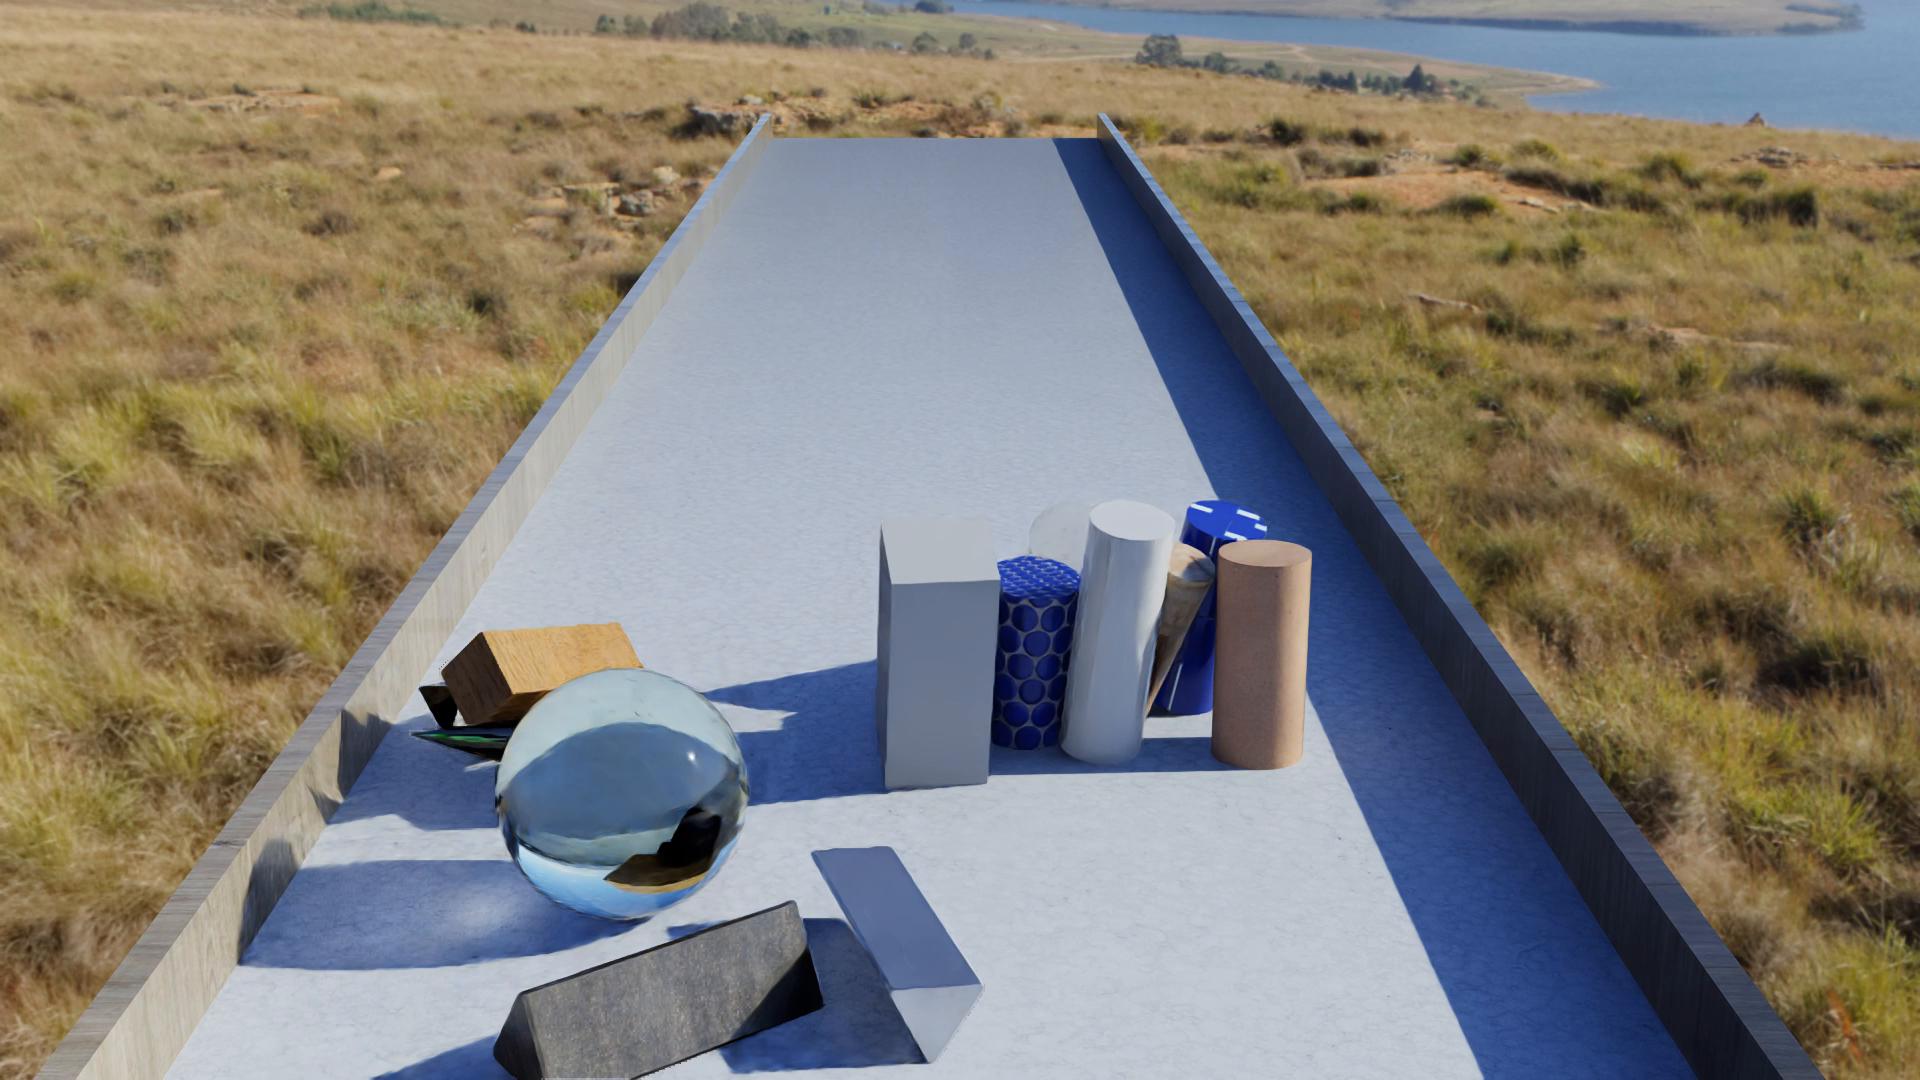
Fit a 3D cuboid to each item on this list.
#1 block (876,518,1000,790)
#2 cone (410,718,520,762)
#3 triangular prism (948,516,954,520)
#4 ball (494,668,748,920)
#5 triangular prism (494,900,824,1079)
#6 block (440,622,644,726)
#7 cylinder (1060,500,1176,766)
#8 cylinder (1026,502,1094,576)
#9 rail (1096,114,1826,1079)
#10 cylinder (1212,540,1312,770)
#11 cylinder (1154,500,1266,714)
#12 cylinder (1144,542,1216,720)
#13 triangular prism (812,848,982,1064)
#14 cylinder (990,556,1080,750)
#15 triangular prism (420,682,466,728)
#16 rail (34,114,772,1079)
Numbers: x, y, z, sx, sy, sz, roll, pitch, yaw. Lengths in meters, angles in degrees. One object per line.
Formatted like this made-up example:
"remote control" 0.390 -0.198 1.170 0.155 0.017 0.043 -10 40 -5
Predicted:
"block" -0.043 0.196 3.741 0.178 0.437 0.178 -2 35 -7
"cone" -0.785 0.334 3.666 0.121 0.121 0.376 11 -2 32
"triangular prism" -0.039 0.163 3.882 0.095 0.444 0.082 2 34 -10
"ball" -0.505 0.379 3.294 0.375 0.375 0.375 0 17 0
"triangular prism" -0.398 0.600 2.944 0.425 0.132 0.153 -13 26 -37
"block" -0.723 0.239 3.854 0.336 0.126 0.126 -1 55 -56
"cylinder" 0.272 0.165 3.845 0.147 0.450 0.147 5 28 -3
"cylinder" 0.209 0.089 4.275 0.172 0.345 0.172 1 59 -2
"rail" 0.932 -0.844 7.801 0.050 0.150 12.000 0 17 -1
"cylinder" 0.532 0.202 3.891 0.163 0.375 0.163 0 17 0
"cylinder" 0.451 0.127 4.088 0.149 0.379 0.149 9 29 -5
"cylinder" 0.342 0.178 3.972 0.114 0.360 0.114 15 34 -10
"triangular prism" -0.112 0.551 3.078 0.109 0.126 0.442 31 5 -24
"cylinder" 0.122 0.204 3.956 0.165 0.308 0.165 3 27 -2
"triangular prism" -0.825 0.267 4.000 0.091 0.105 0.305 -39 -13 26
"rail" -1.118 -0.838 7.780 0.050 0.150 12.000 0 17 -1
